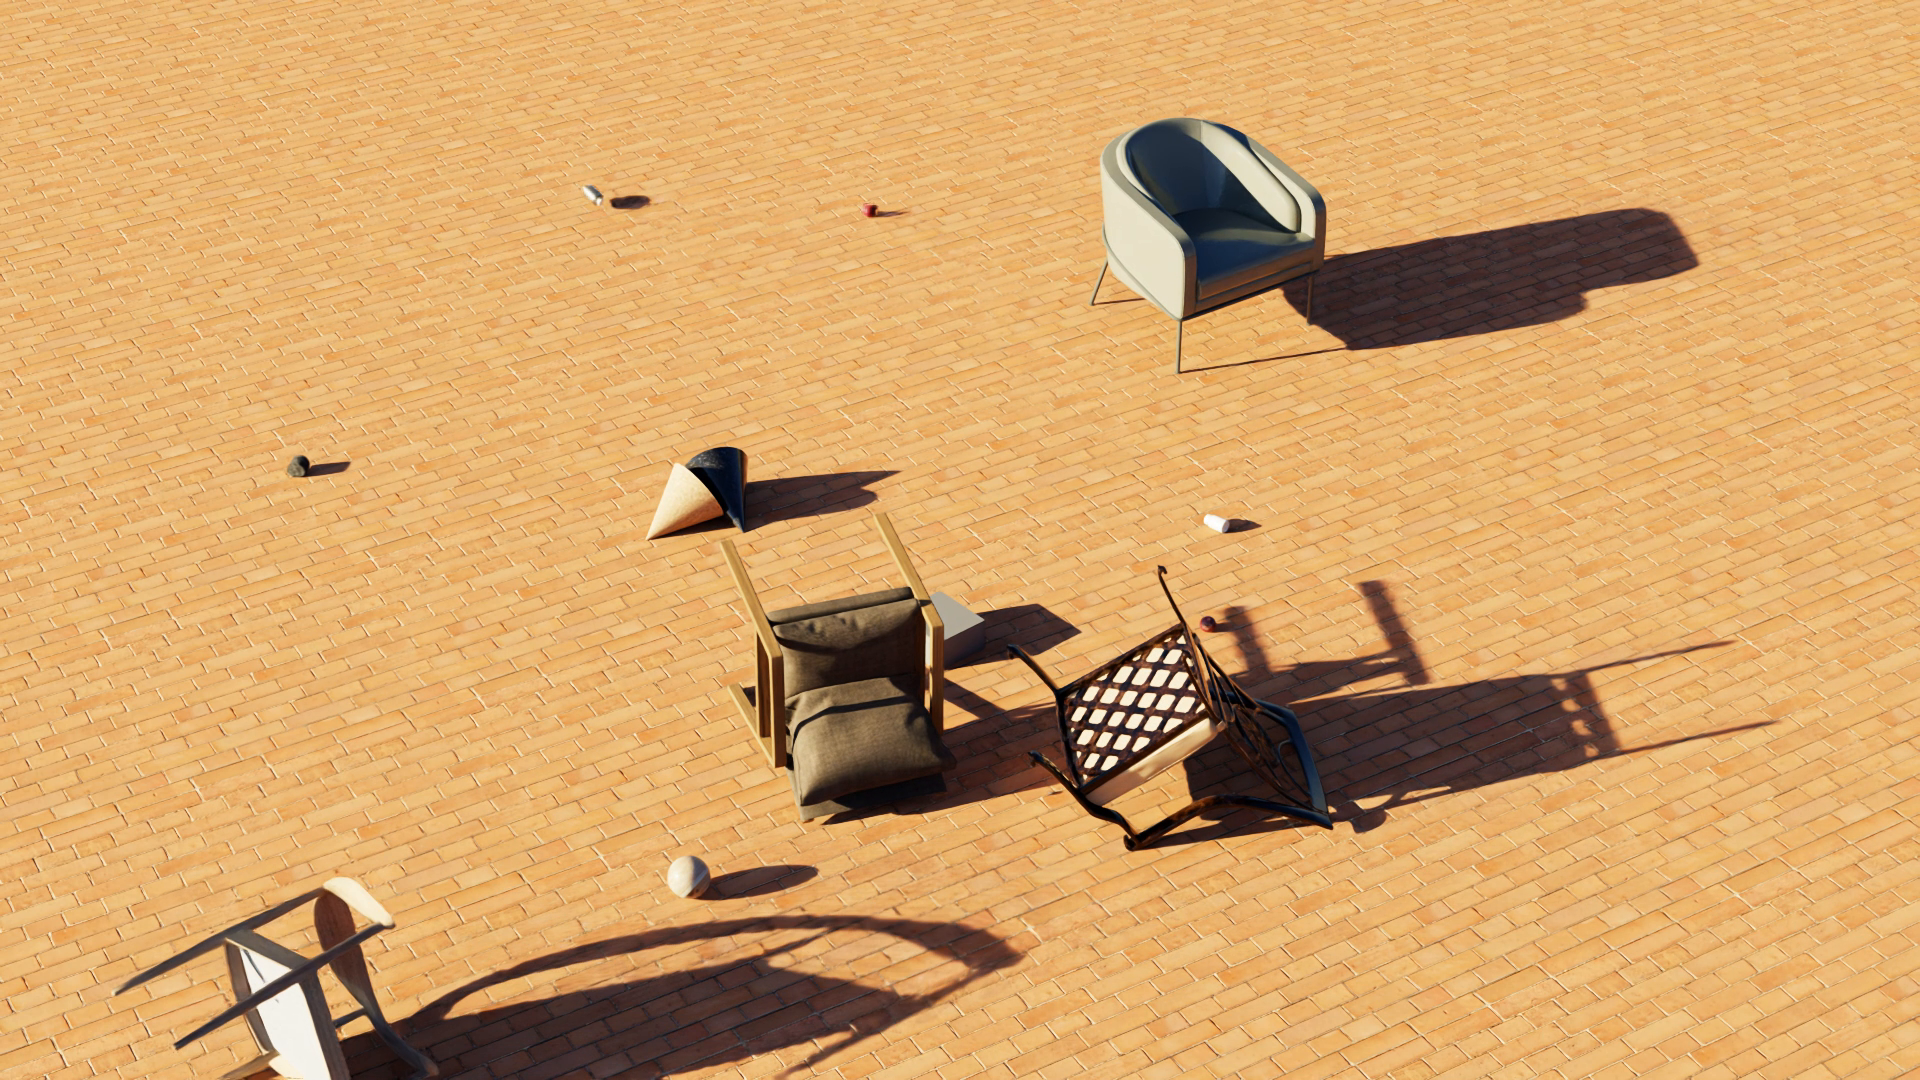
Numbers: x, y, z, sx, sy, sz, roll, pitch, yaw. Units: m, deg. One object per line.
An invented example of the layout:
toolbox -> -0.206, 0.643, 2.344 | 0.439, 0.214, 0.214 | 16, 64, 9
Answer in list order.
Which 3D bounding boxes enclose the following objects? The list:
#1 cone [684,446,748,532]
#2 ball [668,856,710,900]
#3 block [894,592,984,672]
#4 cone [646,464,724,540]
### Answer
cone -> -0.869, -0.149, 11.063 | 0.278, 0.246, 0.325 | 7, 46, -42
ball -> -0.851, 1.059, 9.213 | 0.137, 0.137, 0.137 | 0, 33, 0
block -> -0.072, 0.320, 10.347 | 0.214, 0.122, 0.241 | -25, 41, -33
cone -> -1.077, -0.093, 10.974 | 0.283, 0.273, 0.242 | -45, 40, -14
